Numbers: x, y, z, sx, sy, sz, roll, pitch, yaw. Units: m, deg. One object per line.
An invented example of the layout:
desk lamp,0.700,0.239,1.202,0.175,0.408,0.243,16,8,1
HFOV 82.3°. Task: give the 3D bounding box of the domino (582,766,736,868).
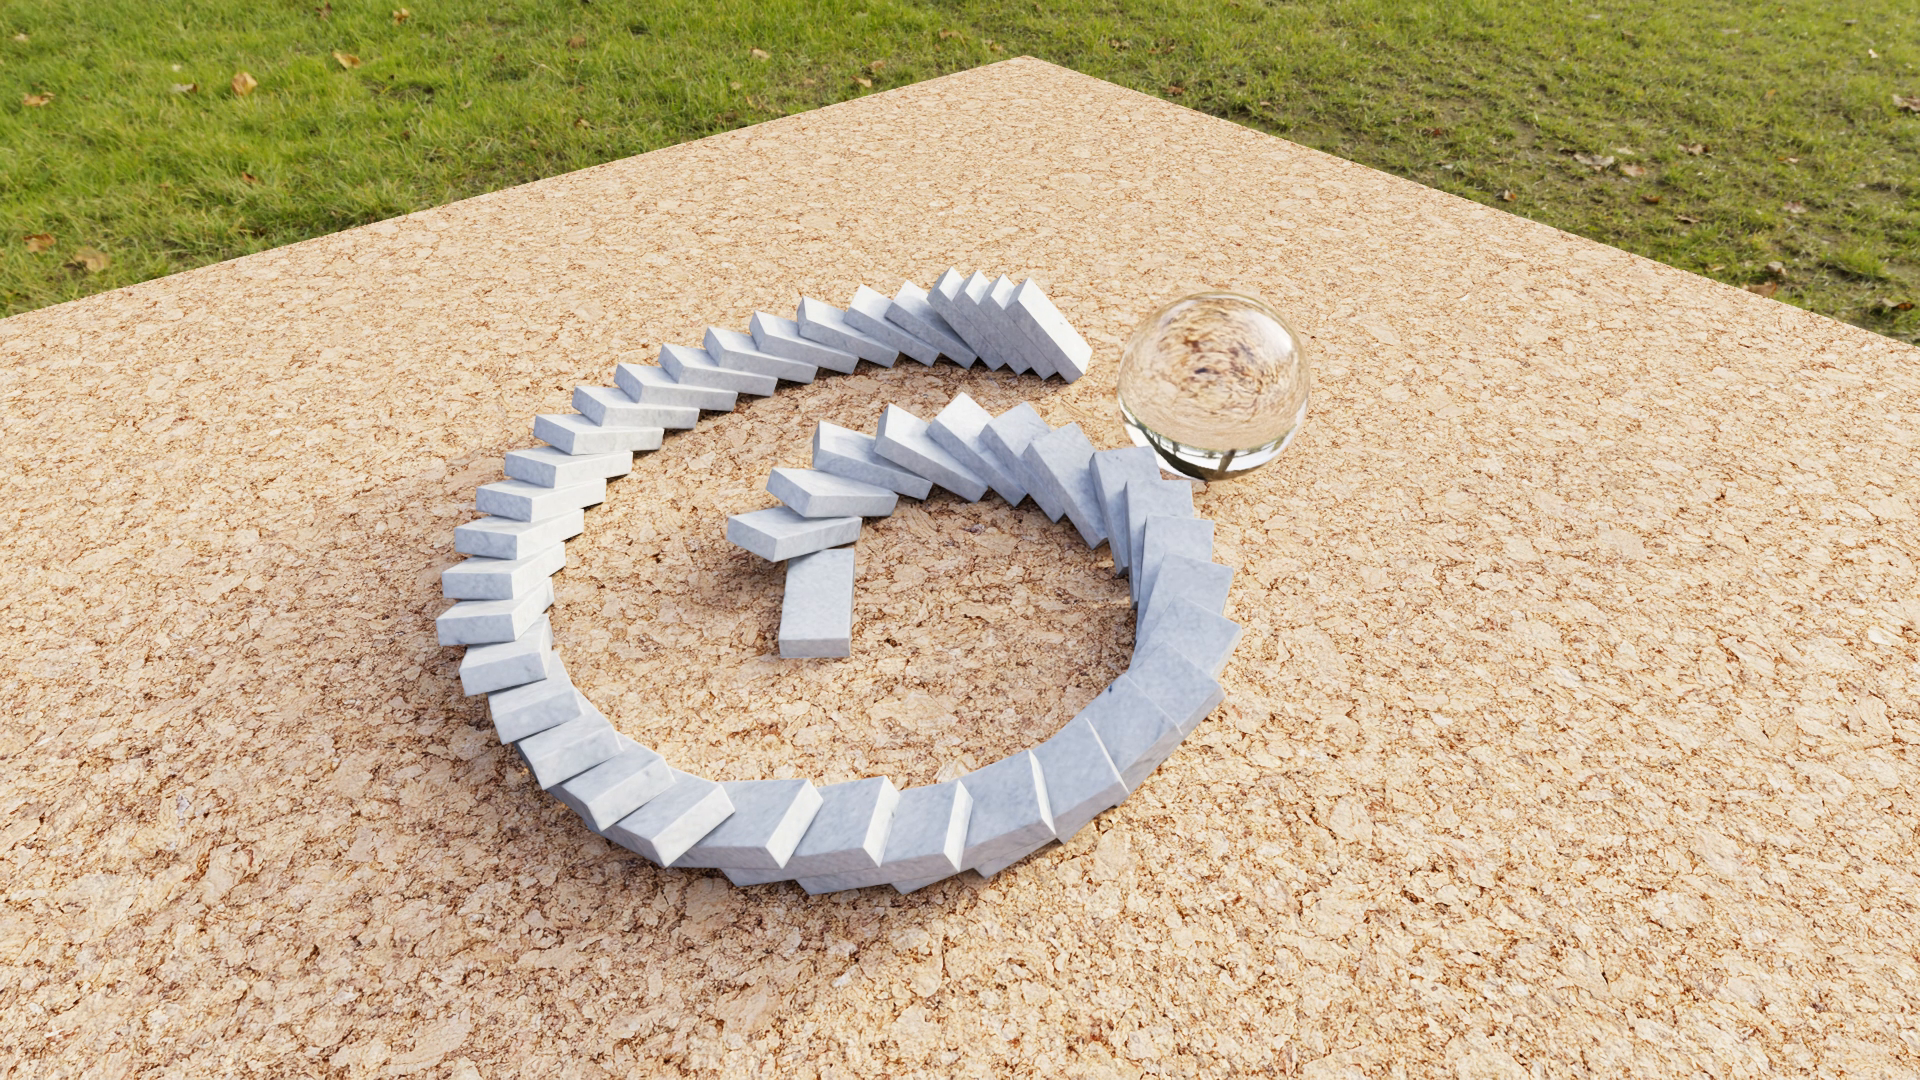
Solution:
domino,-0.092,0.080,0.329,0.050,0.009,0.025,2,30,47

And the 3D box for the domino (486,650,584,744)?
domino,-0.142,0.051,0.364,0.025,0.009,0.050,-20,17,-22

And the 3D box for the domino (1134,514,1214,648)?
domino,0.079,0.016,0.406,0.025,0.009,0.050,6,68,7

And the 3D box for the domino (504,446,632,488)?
domino,-0.165,-0.033,0.466,0.025,0.010,0.050,14,15,17

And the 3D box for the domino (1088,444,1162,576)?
domino,0.070,-0.012,0.440,0.025,0.010,0.050,-8,69,-10

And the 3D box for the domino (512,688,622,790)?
domino,-0.128,0.062,0.351,0.025,0.010,0.050,-25,19,-27

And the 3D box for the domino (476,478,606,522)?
domino,-0.170,-0.019,0.449,0.025,0.010,0.050,11,14,13

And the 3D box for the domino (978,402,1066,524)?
domino,0.034,-0.033,0.466,0.025,0.009,0.050,-33,78,-35

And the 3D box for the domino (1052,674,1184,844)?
domino,0.042,0.068,0.344,0.050,0.009,0.025,-41,49,-5

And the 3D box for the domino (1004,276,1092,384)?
domino,0.044,-0.103,0.543,0.009,0.050,0.025,-31,23,36

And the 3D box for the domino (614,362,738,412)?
domino,-0.132,-0.071,0.514,0.050,0.009,0.025,-2,30,-46

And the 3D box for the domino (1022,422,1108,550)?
domino,0.051,-0.023,0.454,0.025,0.010,0.050,-27,74,-29

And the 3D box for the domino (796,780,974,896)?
domino,-0.022,0.087,0.321,0.050,0.009,0.025,-16,34,23

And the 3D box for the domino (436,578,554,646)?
domino,-0.166,0.025,0.396,0.025,0.010,0.050,-4,13,-5

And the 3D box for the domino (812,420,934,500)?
domino,-0.037,-0.034,0.468,0.050,0.010,0.025,16,30,-17

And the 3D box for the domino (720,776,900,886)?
domino,-0.044,0.085,0.322,0.050,0.010,0.025,-15,33,25

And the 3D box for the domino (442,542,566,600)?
domino,-0.170,0.011,0.413,0.025,0.009,0.050,1,13,1

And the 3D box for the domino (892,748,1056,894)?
domino,0.002,0.083,0.325,0.050,0.009,0.025,-25,38,13

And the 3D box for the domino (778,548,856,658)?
domino,-0.053,0.023,0.415,0.025,0.010,0.050,-1,39,-2

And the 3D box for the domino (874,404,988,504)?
domino,-0.012,-0.037,0.469,0.050,0.010,0.025,26,35,-18

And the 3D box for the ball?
ball,0.107,-0.065,0.467,0.080,0.080,0.080,0,39,0

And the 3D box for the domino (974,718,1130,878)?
domino,0.023,0.078,0.331,0.050,0.009,0.025,-32,42,5

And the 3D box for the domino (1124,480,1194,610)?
domino,0.078,0.002,0.424,0.025,0.010,0.050,0,68,-1

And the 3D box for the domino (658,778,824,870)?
domino,-0.067,0.084,0.324,0.050,0.010,0.025,-10,31,33

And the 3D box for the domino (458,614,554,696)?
domino,-0.155,0.039,0.379,0.025,0.009,0.050,-13,14,-15

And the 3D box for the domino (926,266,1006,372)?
domino,0.006,-0.111,0.553,0.009,0.050,0.025,-31,24,35

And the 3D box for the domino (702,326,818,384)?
domino,-0.097,-0.090,0.537,0.050,0.010,0.025,5,31,-37

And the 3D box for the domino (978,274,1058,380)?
domino,0.032,-0.106,0.546,0.010,0.050,0.025,-31,23,36

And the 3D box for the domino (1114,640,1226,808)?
domino,0.059,0.059,0.355,0.050,0.009,0.025,-44,51,-7

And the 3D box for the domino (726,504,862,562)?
domino,-0.065,-0.004,0.433,0.025,0.010,0.050,23,22,29

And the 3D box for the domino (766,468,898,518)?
domino,-0.052,-0.019,0.449,0.025,0.010,0.050,33,21,33

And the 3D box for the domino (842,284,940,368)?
domino,-0.033,-0.109,0.560,0.050,0.009,0.025,27,39,-10

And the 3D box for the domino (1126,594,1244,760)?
domino,0.071,0.045,0.370,0.025,0.010,0.050,27,74,29

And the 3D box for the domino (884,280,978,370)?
domino,-0.011,-0.109,0.558,0.050,0.009,0.025,32,41,-9

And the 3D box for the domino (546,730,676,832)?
domino,-0.110,0.072,0.339,0.025,0.009,0.050,-31,22,-32

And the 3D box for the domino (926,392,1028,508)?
domino,0.012,-0.039,0.472,0.050,0.010,0.025,40,45,1

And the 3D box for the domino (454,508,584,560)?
domino,-0.172,-0.004,0.432,0.025,0.010,0.050,7,14,8

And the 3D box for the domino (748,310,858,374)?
domino,-0.078,-0.098,0.546,0.050,0.010,0.025,10,32,-31

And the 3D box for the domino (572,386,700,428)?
domino,-0.147,-0.060,0.500,0.025,0.009,0.050,31,22,33

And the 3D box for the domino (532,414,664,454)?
domino,-0.158,-0.047,0.484,0.025,0.009,0.050,23,18,26

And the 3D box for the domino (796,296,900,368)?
domino,-0.057,-0.105,0.554,0.050,0.010,0.025,17,33,-24

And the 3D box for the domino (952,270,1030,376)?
domino,0.019,-0.109,0.550,0.010,0.050,0.025,-31,23,36

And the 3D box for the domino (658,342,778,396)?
domino,-0.116,-0.081,0.526,0.050,0.009,0.025,2,31,-42

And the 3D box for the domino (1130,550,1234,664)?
domino,0.078,0.031,0.388,0.025,0.009,0.050,15,70,17
